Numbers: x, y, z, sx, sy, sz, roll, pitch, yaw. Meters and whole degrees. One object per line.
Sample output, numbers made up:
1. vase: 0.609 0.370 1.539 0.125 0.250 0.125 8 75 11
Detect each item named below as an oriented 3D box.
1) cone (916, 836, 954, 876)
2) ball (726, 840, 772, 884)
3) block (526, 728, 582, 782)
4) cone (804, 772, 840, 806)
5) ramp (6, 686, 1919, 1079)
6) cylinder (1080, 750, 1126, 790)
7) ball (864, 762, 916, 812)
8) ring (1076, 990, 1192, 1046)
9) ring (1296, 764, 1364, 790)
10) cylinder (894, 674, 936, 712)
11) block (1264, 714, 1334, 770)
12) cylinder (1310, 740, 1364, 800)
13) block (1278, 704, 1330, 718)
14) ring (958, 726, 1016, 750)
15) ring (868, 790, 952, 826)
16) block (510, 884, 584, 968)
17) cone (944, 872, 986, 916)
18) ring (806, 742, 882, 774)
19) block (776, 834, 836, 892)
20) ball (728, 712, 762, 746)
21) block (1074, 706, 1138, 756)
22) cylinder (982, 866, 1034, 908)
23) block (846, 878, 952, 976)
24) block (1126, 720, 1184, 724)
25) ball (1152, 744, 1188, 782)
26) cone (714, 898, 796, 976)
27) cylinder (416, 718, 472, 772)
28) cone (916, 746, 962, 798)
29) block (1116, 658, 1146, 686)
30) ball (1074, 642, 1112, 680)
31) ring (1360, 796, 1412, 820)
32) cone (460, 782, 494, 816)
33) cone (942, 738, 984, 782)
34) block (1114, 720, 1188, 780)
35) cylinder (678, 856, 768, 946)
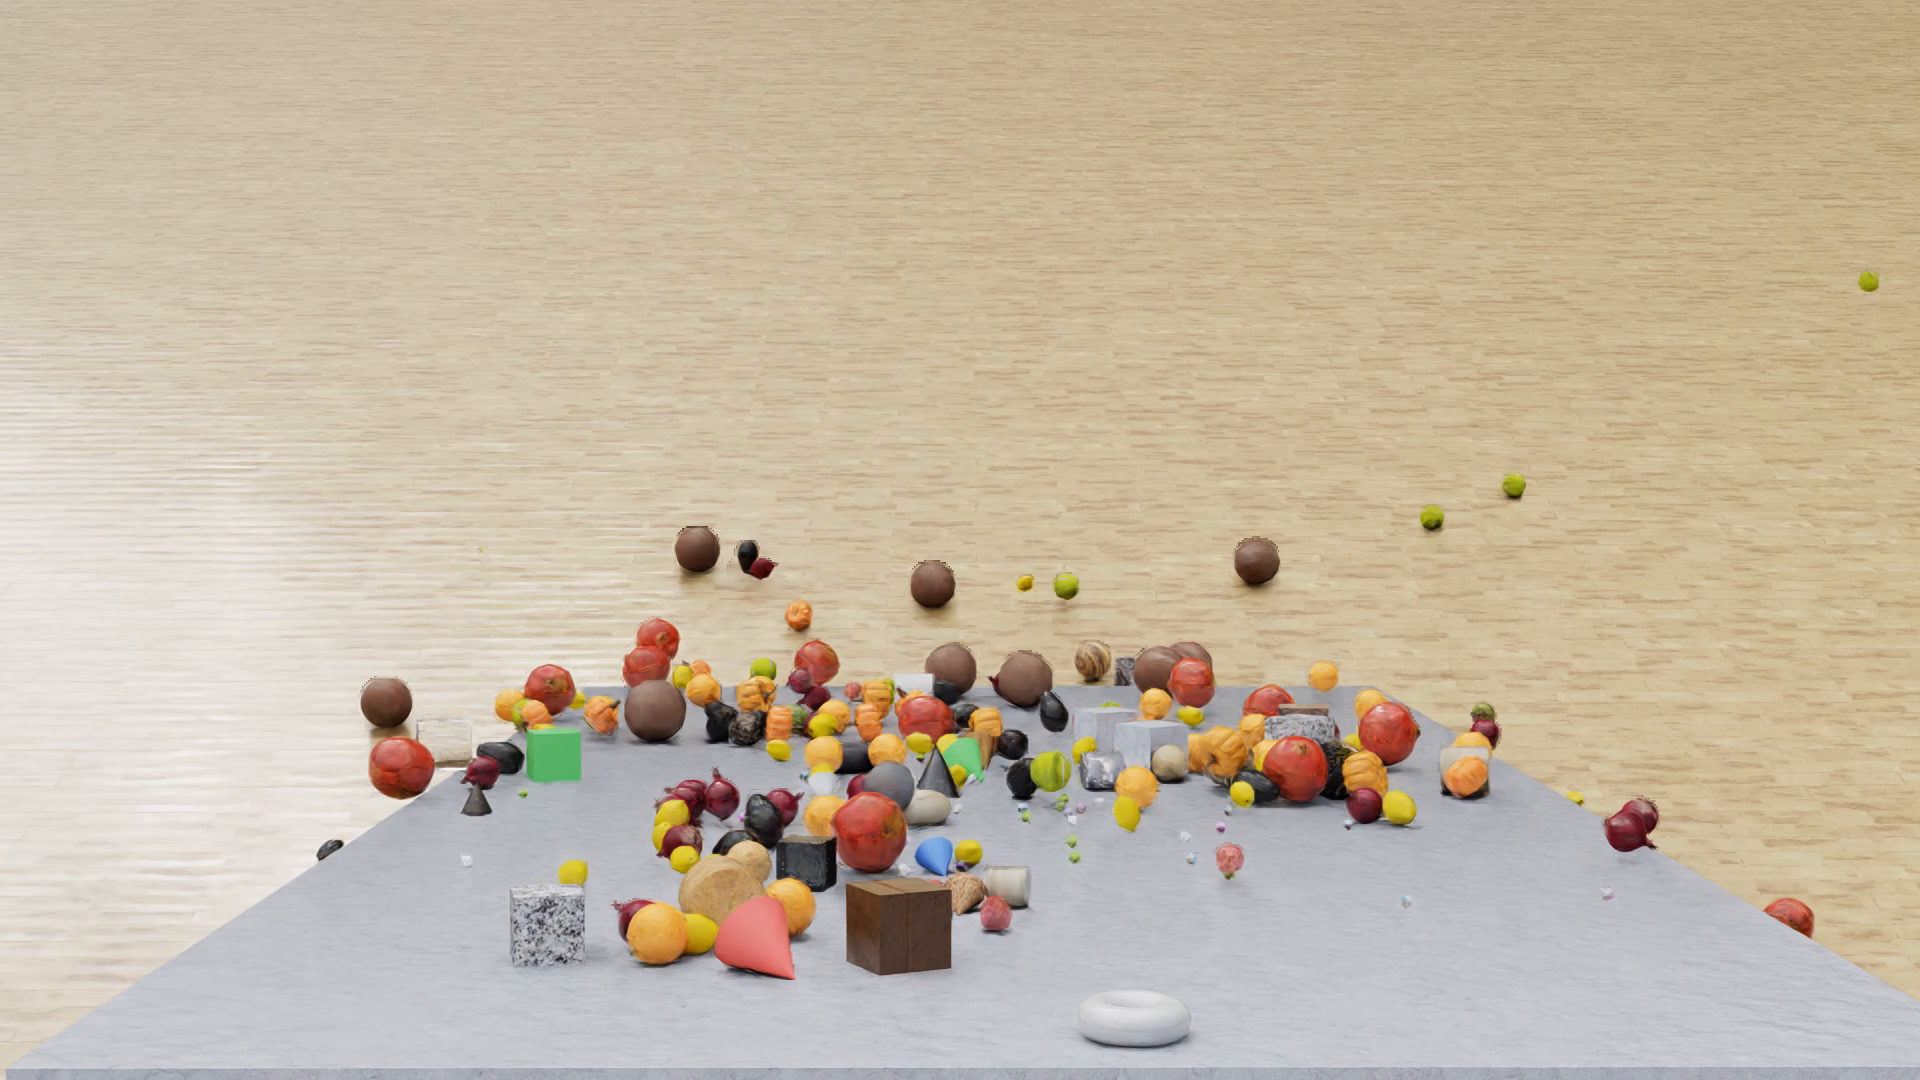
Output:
1. cone: -0.029 0.465 3.691 0.057 0.057 0.057 -7 30 -15
2. ball: -0.294 0.450 3.571 0.066 0.066 0.066 0 24 0
3. block: -0.749 0.396 4.750 0.086 0.086 0.086 -1 2 -18
4. cone: -0.227 0.438 4.385 0.063 0.063 0.063 -7 27 -16
5. ramp: 0.055 0.496 4.544 2.000 0.100 4.000 0 2 0
6. cylinder: 0.254 0.410 4.588 0.067 0.067 0.067 0 23 -13
7. ball: -0.112 0.395 4.115 0.082 0.082 0.082 0 24 0
8. ring: 0.180 0.496 2.672 0.121 0.040 0.121 1 3 0
9. ring: 0.661 0.423 4.603 0.124 0.041 0.124 1 1 0
10. cylinder: -0.104 0.349 5.908 0.087 0.087 0.087 0 24 5
11. block: 0.648 0.385 4.920 0.093 0.093 0.093 -2 3 -45
12. cylinder: 0.657 0.401 4.493 0.093 0.093 0.093 4 3 8
13. block: 0.677 0.377 5.086 0.098 0.098 0.098 0 2 6
14. ring: 0.054 0.402 5.209 0.120 0.040 0.120 -1 1 0
15. ring: -0.082 0.437 4.196 0.136 0.045 0.136 0 5 0
16. block: -0.494 0.460 3.079 0.083 0.083 0.083 -1 2 -13
17. cone: 0.003 0.477 3.387 0.056 0.056 0.056 4 29 8
18. ring: -0.220 0.411 4.862 0.142 0.047 0.142 -1 3 0
19. block: -0.213 0.449 3.582 0.066 0.066 0.066 1 2 14
20. ball: -0.437 0.386 5.241 0.070 0.070 0.070 0 24 0
21. block: 0.287 0.380 5.061 0.093 0.093 0.093 -1 2 -26
22. cylinder: 0.064 0.461 3.421 0.052 0.052 0.052 -12 18 24
23. block: -0.073 0.456 3.043 0.093 0.093 0.093 -1 2 -27
24. block: 0.372 0.390 4.896 0.086 0.086 0.086 -1 2 -20
25. ball: 0.382 0.406 4.694 0.068 0.068 0.068 0 24 0
26. cone: -0.217 0.482 2.989 0.098 0.098 0.098 -17 33 -34
27. cylinder: -0.970 0.385 4.849 0.100 0.100 0.100 -2 24 -9
28. cone: -0.040 0.403 4.507 0.089 0.089 0.089 0 2 0
29. block: 0.443 0.341 6.665 0.069 0.069 0.069 -1 -2 15
30. ball: 0.350 0.317 6.774 0.097 0.097 0.097 0 24 0
31. ring: 0.704 0.442 4.254 0.088 0.029 0.088 -1 2 0
32. cone: -0.806 0.429 4.298 0.054 0.054 0.054 0 2 0
33. cone: 0.022 0.420 4.727 0.085 0.085 0.085 -14 36 -28
34. block: 0.355 0.389 4.776 0.096 0.096 0.096 -2 3 -38
35. cylinder: -0.293 0.448 3.190 0.098 0.098 0.098 -6 4 -14
